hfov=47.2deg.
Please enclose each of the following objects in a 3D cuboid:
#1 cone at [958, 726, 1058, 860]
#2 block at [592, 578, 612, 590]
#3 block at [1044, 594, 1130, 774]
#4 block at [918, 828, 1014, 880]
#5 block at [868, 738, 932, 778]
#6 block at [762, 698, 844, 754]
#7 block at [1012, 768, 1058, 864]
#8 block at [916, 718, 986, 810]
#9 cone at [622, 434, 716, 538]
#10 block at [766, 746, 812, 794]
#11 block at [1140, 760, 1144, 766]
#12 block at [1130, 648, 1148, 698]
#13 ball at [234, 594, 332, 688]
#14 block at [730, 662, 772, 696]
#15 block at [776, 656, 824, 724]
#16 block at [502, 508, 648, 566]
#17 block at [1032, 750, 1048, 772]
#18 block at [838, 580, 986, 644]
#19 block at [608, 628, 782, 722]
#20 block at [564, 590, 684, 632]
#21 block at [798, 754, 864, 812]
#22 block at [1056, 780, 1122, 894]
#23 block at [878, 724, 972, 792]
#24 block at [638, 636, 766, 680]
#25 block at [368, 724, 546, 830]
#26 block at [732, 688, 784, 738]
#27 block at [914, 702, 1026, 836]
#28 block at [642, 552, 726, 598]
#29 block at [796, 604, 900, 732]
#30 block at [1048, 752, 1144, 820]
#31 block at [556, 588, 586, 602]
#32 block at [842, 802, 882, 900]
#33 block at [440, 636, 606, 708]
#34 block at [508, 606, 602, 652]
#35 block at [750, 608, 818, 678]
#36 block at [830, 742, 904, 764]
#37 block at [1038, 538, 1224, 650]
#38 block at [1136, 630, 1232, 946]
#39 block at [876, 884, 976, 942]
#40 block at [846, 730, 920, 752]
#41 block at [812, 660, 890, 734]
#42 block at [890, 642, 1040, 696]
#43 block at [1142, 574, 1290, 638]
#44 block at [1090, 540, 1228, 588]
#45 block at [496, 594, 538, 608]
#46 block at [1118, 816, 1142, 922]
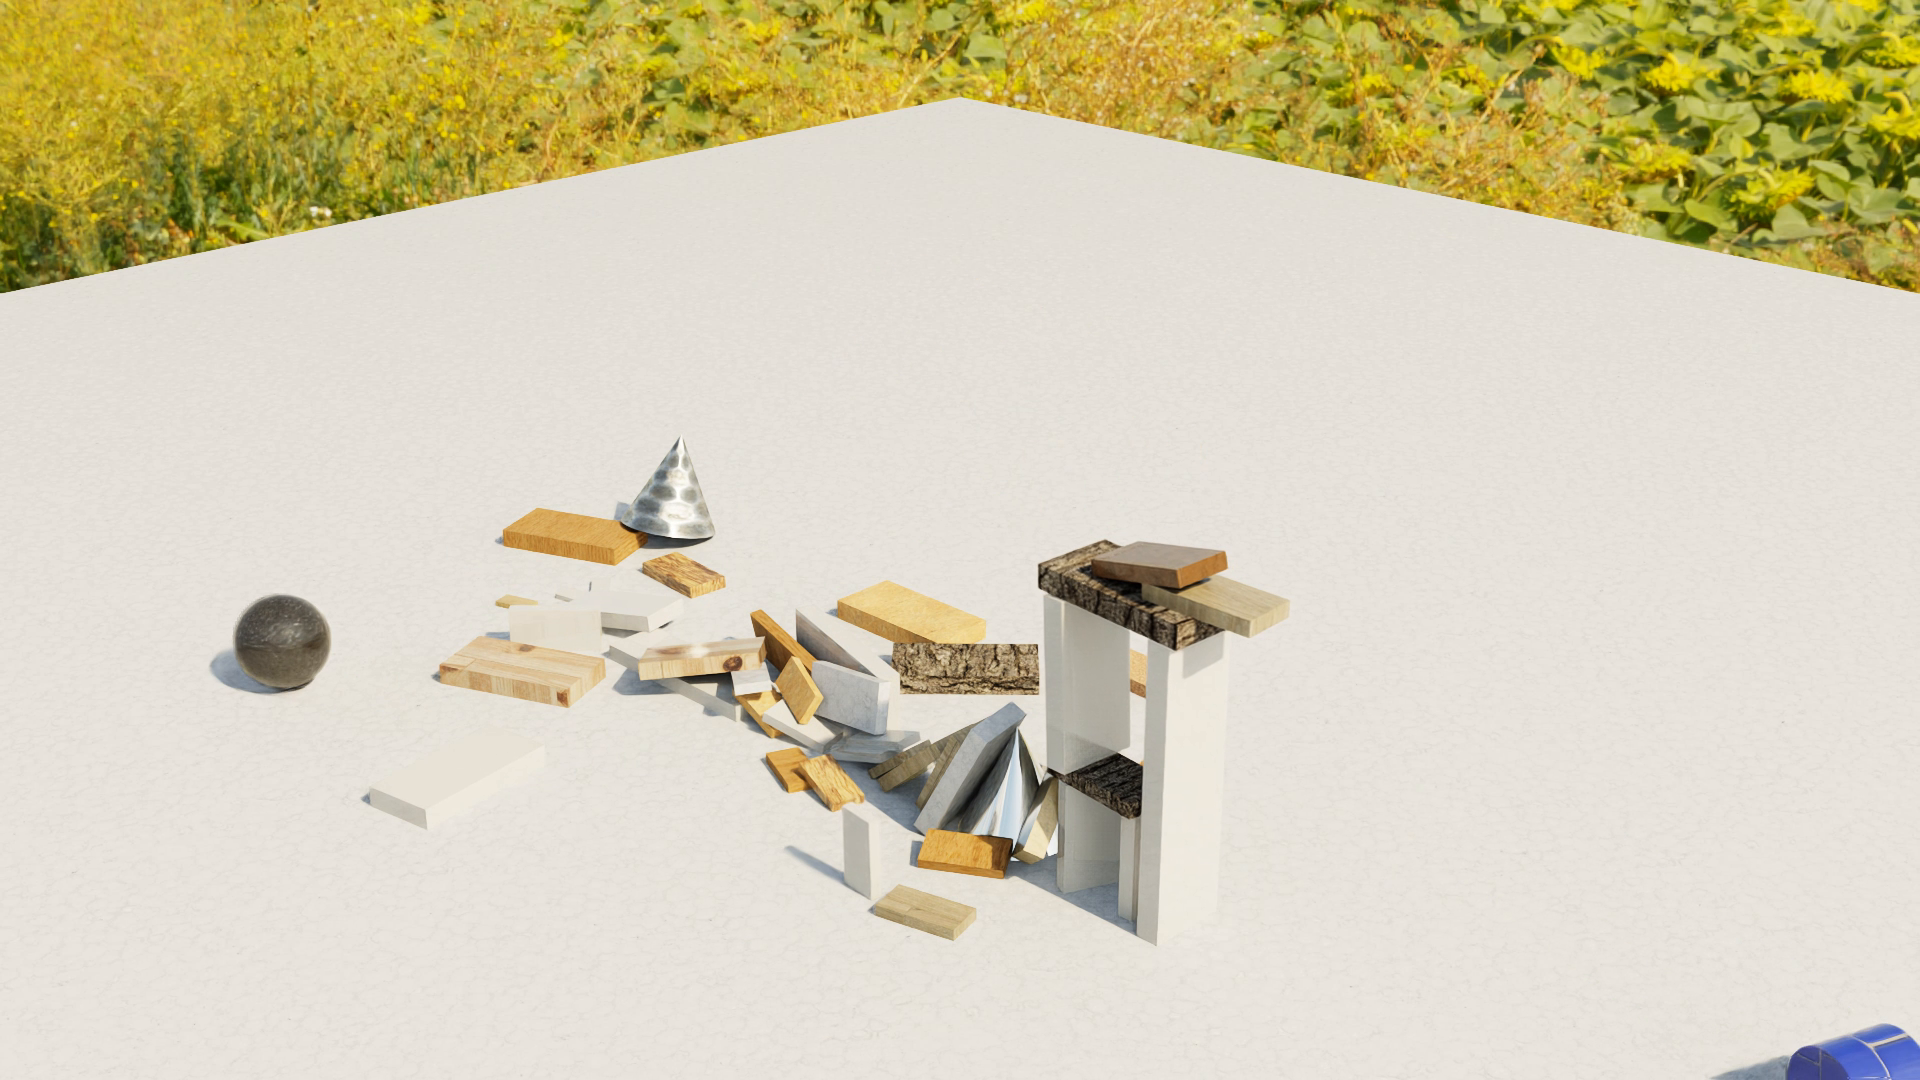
[{"bbox_3d":[0.112,0.471,4.350,0.235,0.235,0.235,0,23,0],"label":"cone"},{"bbox_3d":[-0.892,0.118,5.465,0.046,0.013,0.093,-2,23,-6],"label":"block"},{"bbox_3d":[0.236,0.245,4.064,0.171,0.343,0.049,-18,26,-37],"label":"block"},{"bbox_3d":[0.011,0.609,4.268,0.169,0.024,0.085,6,38,13],"label":"block"},{"bbox_3d":[-0.124,0.454,4.555,0.072,0.020,0.143,-22,-7,-41],"label":"block"},{"bbox_3d":[-0.338,0.400,4.740,0.158,0.022,0.079,26,32,20],"label":"block"},{"bbox_3d":[0.183,0.479,4.240,0.041,0.289,0.144,24,-15,-2],"label":"block"},{"bbox_3d":[-0.005,0.454,4.421,0.111,0.222,0.031,-22,60,-42],"label":"block"},{"bbox_3d":[-0.744,-0.157,5.743,0.250,0.250,0.250,9,12,-2],"label":"cone"},{"bbox_3d":[-0.348,0.481,4.601,0.074,0.021,0.148,-9,25,-21],"label":"block"},{"bbox_3d":[0.435,0.496,4.564,0.146,0.021,0.073,9,25,21],"label":"block"},{"bbox_3d":[0.418,0.309,4.992,0.115,0.033,0.230,-20,30,-39],"label":"block"},{"bbox_3d":[-1.523,0.229,4.950,0.212,0.212,0.212,0,23,0],"label":"ball"},{"bbox_3d":[-0.460,0.304,4.830,0.079,0.022,0.158,-8,12,-8],"label":"block"},{"bbox_3d":[-0.349,0.325,4.763,0.021,0.074,0.148,18,22,-37],"label":"block"},{"bbox_3d":[-1.001,-0.010,5.724,0.332,0.047,0.166,9,25,21],"label":"block"},{"bbox_3d":[0.169,0.472,4.523,0.289,0.041,0.144,16,3,32],"label":"block"},{"bbox_3d":[-0.117,0.189,5.255,0.335,0.047,0.167,21,31,40],"label":"block"},{"bbox_3d":[-0.605,0.302,5.000,0.450,0.038,0.135,21,31,40],"label":"block"},{"bbox_3d":[-0.811,0.168,5.265,0.269,0.038,0.135,4,20,30],"label":"block"},{"bbox_3d":[-0.265,0.499,4.522,0.074,0.021,0.148,-14,38,-29],"label":"block"},{"bbox_3d":[0.245,0.551,4.166,0.116,0.232,0.033,-8,24,-19],"label":"block"},{"bbox_3d":[-0.065,0.446,4.490,0.111,0.031,0.222,-22,-10,-42],"label":"block"},{"bbox_3d":[-0.575,0.265,4.925,0.269,0.038,0.135,-5,12,2],"label":"block"},{"bbox_3d":[-1.037,0.487,4.553,0.166,0.047,0.332,15,27,32],"label":"block"},{"bbox_3d":[-0.421,0.366,4.808,0.079,0.022,0.158,-15,44,-36],"label":"block"},{"bbox_3d":[0.019,0.454,4.340,0.041,0.289,0.144,41,38,16],"label":"block"},{"bbox_3d":[-0.693,0.087,5.517,0.105,0.030,0.210,-19,30,-38],"label":"block"},{"bbox_3d":[-0.250,0.296,4.849,0.047,0.167,0.411,-13,26,-27],"label":"block"},{"bbox_3d":[0.281,0.442,4.078,0.116,0.033,0.232,-16,27,-34],"label":"block"},{"bbox_3d":[-0.946,0.140,5.413,0.093,0.013,0.046,14,27,30],"label":"block"},{"bbox_3d":[-0.186,0.588,4.157,0.024,0.169,0.085,-19,29,-36],"label":"block"},{"bbox_3d":[-0.993,0.298,4.998,0.332,0.047,0.166,9,24,20],"label":"block"},{"bbox_3d":[-0.945,0.206,5.140,0.210,0.105,0.030,0,23,0],"label":"block"},{"bbox_3d":[-0.379,0.273,4.978,0.030,0.105,0.366,-23,30,-21],"label":"block"},{"bbox_3d":[-0.196,0.445,4.632,0.143,0.020,0.072,-1,14,41],"label":"block"},{"bbox_3d":[0.319,0.094,3.917,0.171,0.049,0.343,-19,30,-38],"label":"block"},{"bbox_3d":[0.403,0.432,3.965,0.049,0.608,0.171,21,31,41],"label":"block"},{"bbox_3d":[-0.064,0.693,4.096,0.169,0.024,0.085,13,26,27],"label":"block"},{"bbox_3d":[-0.161,0.420,4.625,0.143,0.020,0.072,-1,13,39],"label":"block"},{"bbox_3d":[-0.237,0.335,4.691,0.031,0.111,0.222,-2,11,-43],"label":"block"},{"bbox_3d":[0.012,0.293,5.009,0.335,0.047,0.167,0,23,1],"label":"block"},{"bbox_3d":[0.440,0.102,3.797,0.230,0.033,0.115,20,30,38],"label":"block"},{"bbox_3d":[0.348,0.041,3.858,0.115,0.033,0.230,-20,15,-33],"label":"block"},{"bbox_3d":[-1.084,0.155,5.378,0.093,0.013,0.046,11,25,24],"label":"block"},{"bbox_3d":[0.348,0.582,4.091,0.033,0.232,0.116,21,31,41],"label":"block"}]
